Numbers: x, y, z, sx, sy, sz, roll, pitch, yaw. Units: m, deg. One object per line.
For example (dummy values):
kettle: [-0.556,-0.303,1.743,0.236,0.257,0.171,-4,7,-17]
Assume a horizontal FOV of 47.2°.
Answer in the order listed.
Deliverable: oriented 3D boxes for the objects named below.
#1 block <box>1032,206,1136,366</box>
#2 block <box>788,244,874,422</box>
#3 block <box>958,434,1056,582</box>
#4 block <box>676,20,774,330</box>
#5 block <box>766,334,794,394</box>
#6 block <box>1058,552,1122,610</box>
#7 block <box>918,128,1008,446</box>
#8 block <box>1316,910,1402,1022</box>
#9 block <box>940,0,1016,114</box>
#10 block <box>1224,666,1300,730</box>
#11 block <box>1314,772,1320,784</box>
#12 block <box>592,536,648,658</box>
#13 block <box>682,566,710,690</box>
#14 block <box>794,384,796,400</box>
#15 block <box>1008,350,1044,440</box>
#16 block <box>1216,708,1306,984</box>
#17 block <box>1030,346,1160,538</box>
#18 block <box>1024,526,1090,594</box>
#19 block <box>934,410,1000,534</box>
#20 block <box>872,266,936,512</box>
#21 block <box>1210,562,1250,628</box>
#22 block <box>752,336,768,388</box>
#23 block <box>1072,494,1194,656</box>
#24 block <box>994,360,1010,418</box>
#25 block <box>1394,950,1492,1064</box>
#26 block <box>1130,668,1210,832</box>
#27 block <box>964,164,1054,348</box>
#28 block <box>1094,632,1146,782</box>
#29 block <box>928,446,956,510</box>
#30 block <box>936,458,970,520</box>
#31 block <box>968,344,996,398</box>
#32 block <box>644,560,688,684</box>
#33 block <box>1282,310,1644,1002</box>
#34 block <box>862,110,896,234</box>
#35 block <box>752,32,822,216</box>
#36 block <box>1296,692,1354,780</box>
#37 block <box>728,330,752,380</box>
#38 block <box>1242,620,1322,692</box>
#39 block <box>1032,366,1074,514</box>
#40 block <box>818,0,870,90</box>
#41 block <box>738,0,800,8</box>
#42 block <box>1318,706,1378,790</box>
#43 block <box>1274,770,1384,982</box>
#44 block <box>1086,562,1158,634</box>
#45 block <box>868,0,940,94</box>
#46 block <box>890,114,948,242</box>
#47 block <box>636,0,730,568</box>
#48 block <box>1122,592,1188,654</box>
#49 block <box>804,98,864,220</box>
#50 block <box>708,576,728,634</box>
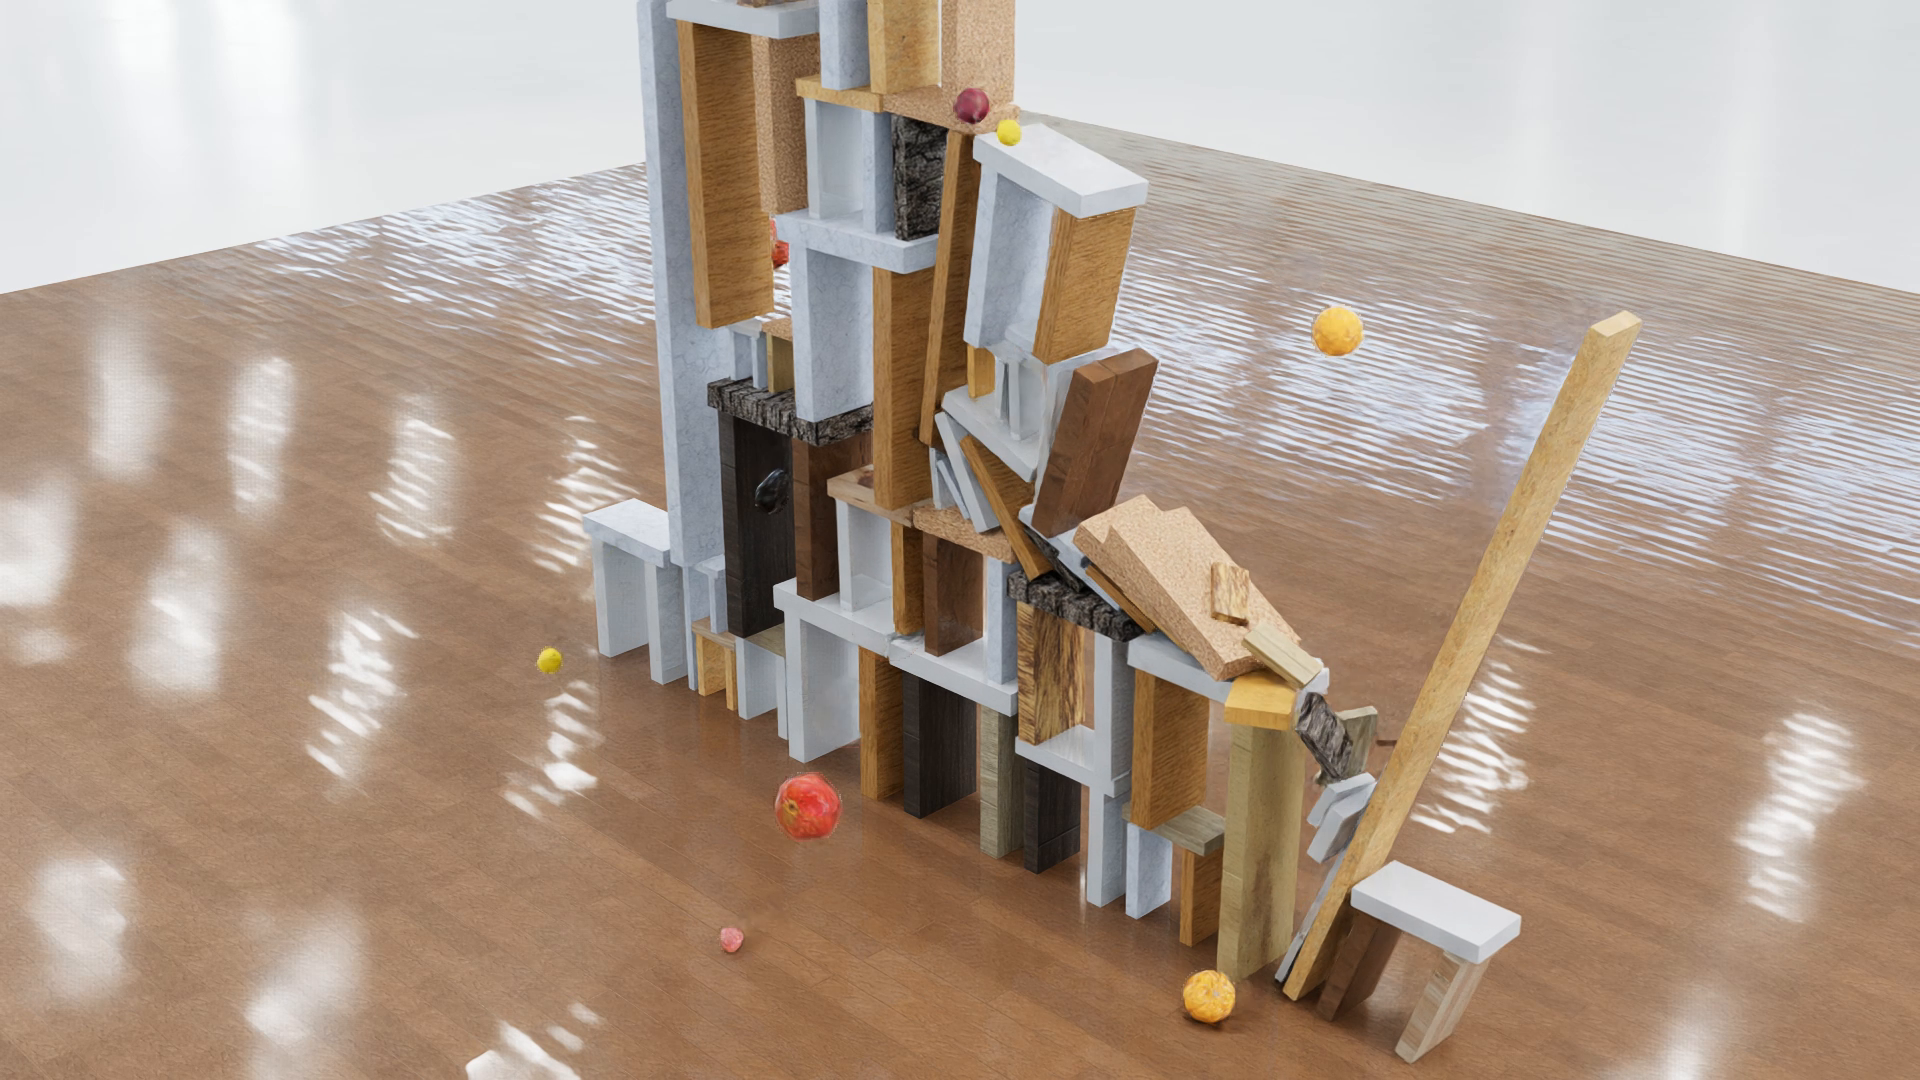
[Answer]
block: [0.213,-0.449,3.765,0.145,0.290,0.041,-21,45,-36]
block: [-0.246,-0.424,4.311,0.050,0.352,0.176,19,30,40]
block: [0.114,-0.074,4.071,0.117,0.291,0.033,-20,-11,-40]
block: [-0.466,-0.739,4.405,0.168,0.614,0.048,-22,30,-40]
block: [-0.361,-0.366,4.465,0.063,0.125,0.018,-21,31,-40]
block: [0.259,0.060,3.961,0.079,0.022,0.158,-23,53,-39]
block: [0.004,-0.463,4.020,0.115,0.608,0.033,-20,38,-40]
block: [0.698,0.709,3.773,0.124,0.248,0.035,-21,49,-41]
block: [0.032,-0.892,3.814,0.140,0.280,0.040,-21,31,-39]
block: [0.508,0.249,3.646,0.105,0.030,0.210,7,24,15]
block: [0.792,0.486,4.595,0.058,0.016,0.116,16,28,33]
block: [-0.776,0.111,5.119,0.042,0.296,0.148,21,31,41]
block: [-0.582,0.186,4.929,0.068,0.306,0.019,-21,31,-41]
block: [-0.303,-0.343,4.412,0.063,0.125,0.018,-21,31,-40]
block: [0.121,-0.265,3.976,0.022,0.155,0.077,18,34,33]
block: [0.532,0.514,3.861,0.157,0.537,0.045,-21,31,-40]
block: [0.237,-0.171,3.906,0.169,0.338,0.048,-22,49,-40]
block: [0.195,0.022,4.014,0.079,0.022,0.158,-24,66,-40]
block: [0.043,-0.141,4.114,0.117,0.234,0.033,-21,1,-39]
block: [-0.084,-0.305,4.188,0.050,0.476,0.176,22,31,40]
block: [0.456,0.092,3.712,0.063,0.018,0.126,14,41,-6]
block: [-0.399,-0.368,4.492,0.054,0.108,0.015,-21,31,-40]
block: [0.379,0.073,3.829,0.169,0.048,0.357,-24,57,-40]
block: [0.091,-0.280,4.002,0.055,0.111,0.016,-21,37,-39]
block: [0.814,0.755,3.666,0.124,0.247,0.035,-21,49,-41]
block: [0.380,0.351,3.961,0.157,0.315,0.045,-21,31,-40]
block: [0.090,-0.515,3.901,0.145,0.340,0.041,-21,41,-36]
block: [0.307,0.282,4.011,0.040,0.285,0.143,19,30,41]
block: [-0.026,-0.125,4.199,0.062,0.123,0.017,-21,24,-40]
block: [0.009,-0.103,4.169,0.062,0.123,0.017,-22,-7,-41]
block: [0.040,-0.320,4.037,0.055,0.111,0.016,-22,32,-39]
block: [-0.637,0.166,4.991,0.042,0.296,0.148,21,31,41]
block: [0.771,0.240,3.504,0.030,1.382,0.105,38,40,28]
block: [-0.128,-0.689,4.062,0.032,0.228,0.114,21,31,40]
block: [-0.310,-0.805,4.204,0.048,0.336,0.168,20,30,41]
block: [0.596,0.321,3.590,0.021,0.148,0.074,-1,52,37]
block: [-0.449,-0.387,4.538,0.015,0.108,0.054,21,31,40]
block: [0.532,0.190,3.636,0.126,0.018,0.063,38,45,15]
block: [0.179,-0.182,3.933,0.077,0.298,0.022,-23,41,-39]
block: [-0.179,-1.056,3.966,0.048,0.460,0.168,19,30,39]
block: [-0.338,-1.171,4.082,0.168,0.337,0.048,-21,32,-40]
block: [0.658,0.352,3.725,0.074,0.148,0.021,-8,35,-24]
block: [0.683,0.498,3.736,0.016,0.698,0.058,40,38,28]
block: [0.307,0.089,3.906,0.163,0.023,0.081,45,46,17]
block: [-0.101,-0.950,3.931,0.040,0.280,0.140,18,29,40]
block: [-0.070,-0.671,4.016,0.033,0.230,0.115,19,30,41]
block: [-0.564,-0.689,4.547,0.163,1.566,0.046,-22,31,-41]
block: [0.372,0.125,3.859,0.081,0.023,0.163,-23,57,-39]
block: [-0.236,-0.730,4.163,0.114,0.228,0.032,-21,30,-40]
block: [-0.518,0.133,4.837,0.068,0.136,0.019,-21,31,-41]
